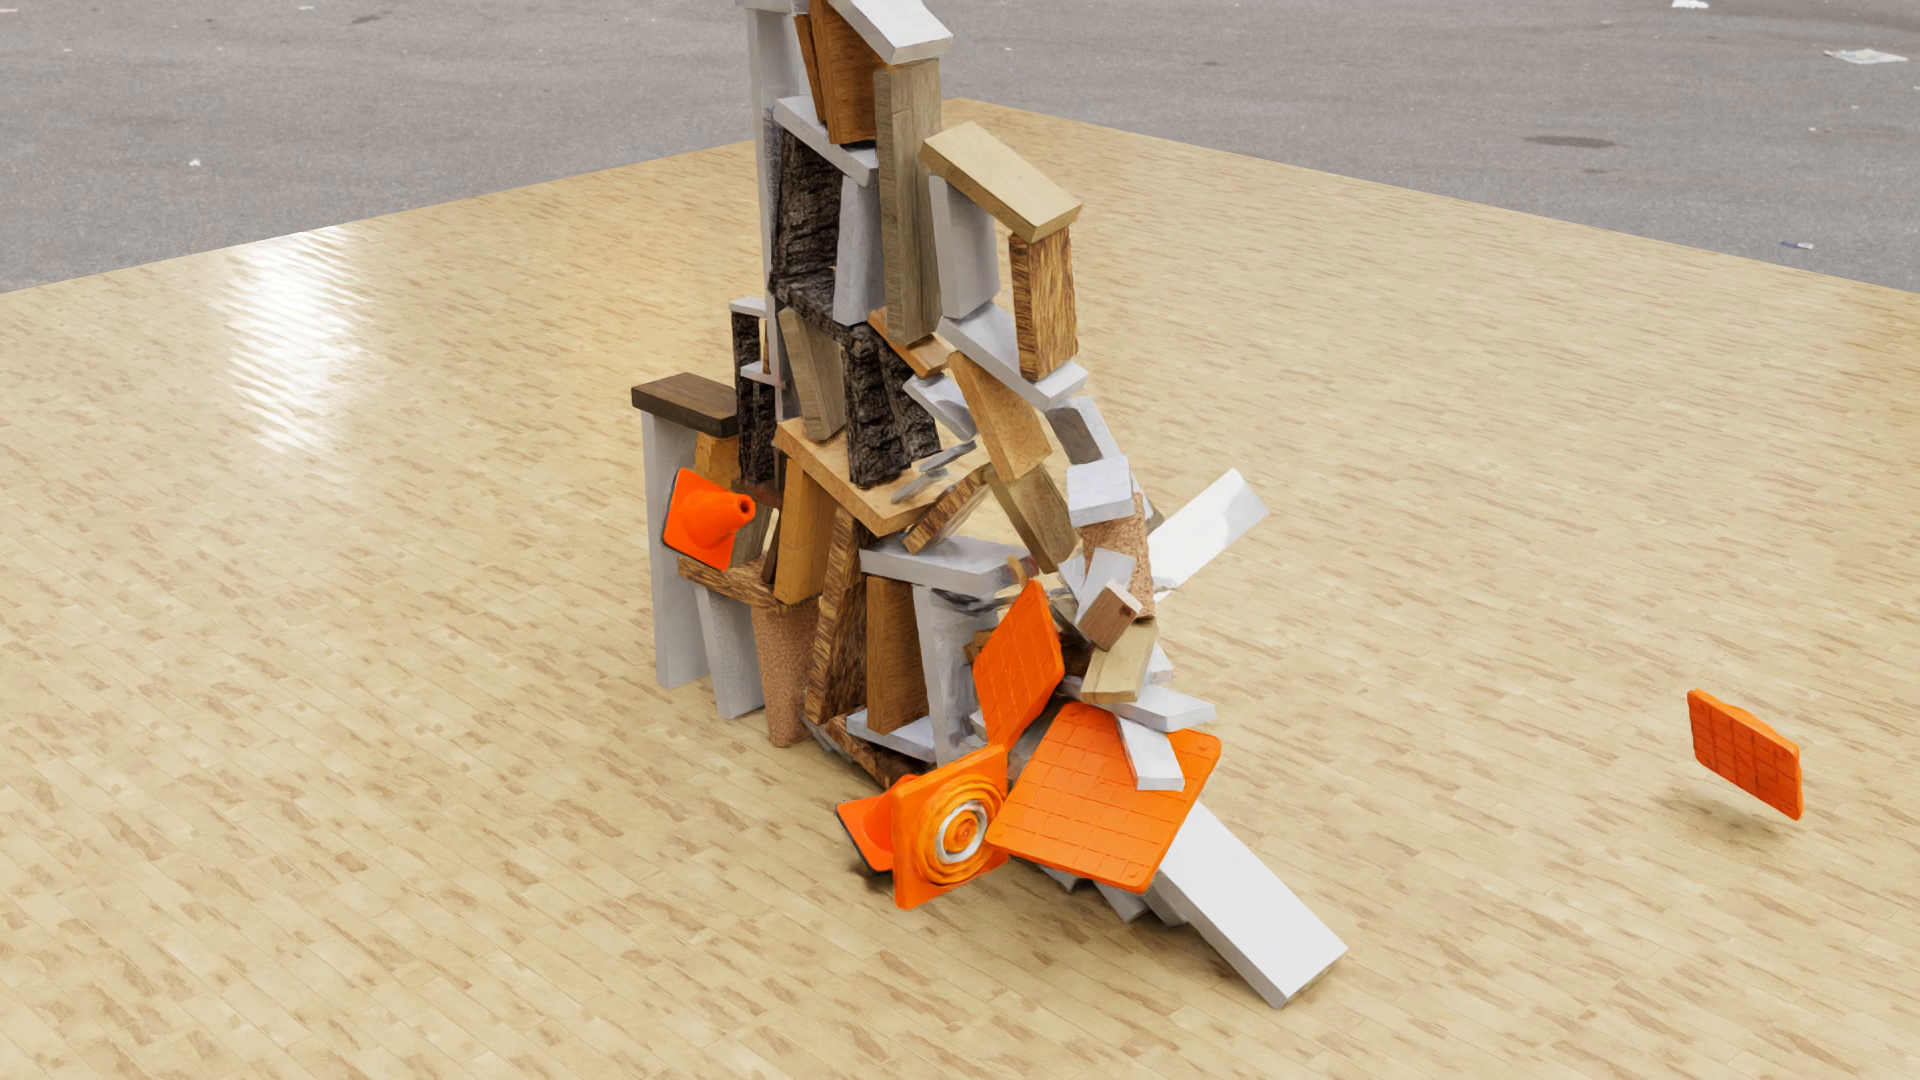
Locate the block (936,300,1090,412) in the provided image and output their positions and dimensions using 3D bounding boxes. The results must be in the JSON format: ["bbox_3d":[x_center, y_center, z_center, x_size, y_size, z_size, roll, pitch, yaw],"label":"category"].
[{"bbox_3d":[0.096,-0.344,4.034,0.260,0.037,0.130,38,42,17],"label":"block"}]

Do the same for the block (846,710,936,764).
[{"bbox_3d":[-0.104,0.391,4.510,0.245,0.035,0.122,15,25,41],"label":"block"}]

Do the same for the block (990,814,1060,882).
[{"bbox_3d":[0.159,0.586,4.289,0.095,0.027,0.191,-22,45,-41],"label":"block"}]

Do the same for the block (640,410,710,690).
[{"bbox_3d":[-0.618,0.008,4.899,0.043,0.659,0.153,21,31,41],"label":"block"}]

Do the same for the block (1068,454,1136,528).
[{"bbox_3d":[0.249,-0.088,3.896,0.111,0.031,0.222,-12,21,7],"label":"block"}]

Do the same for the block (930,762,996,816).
[{"bbox_3d":[0.038,0.479,4.401,0.095,0.027,0.191,-17,37,-39],"label":"block"}]

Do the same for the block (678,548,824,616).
[{"bbox_3d":[-0.445,0.075,4.729,0.310,0.044,0.155,19,30,39],"label":"block"}]

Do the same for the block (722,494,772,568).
[{"bbox_3d":[-0.449,-0.029,4.686,0.026,0.184,0.092,39,41,27],"label":"block"}]

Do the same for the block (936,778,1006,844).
[{"bbox_3d":[0.050,0.526,4.397,0.095,0.027,0.191,-18,44,-40],"label":"block"}]

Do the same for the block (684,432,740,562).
[{"bbox_3d":[-0.504,-0.109,4.715,0.043,0.306,0.153,34,39,32],"label":"block"}]

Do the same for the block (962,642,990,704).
[{"bbox_3d":[0.060,0.258,4.325,0.065,0.130,0.018,-17,-11,-39],"label":"block"}]

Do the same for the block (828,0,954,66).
[{"bbox_3d":[-0.150,-0.962,3.942,0.138,0.039,0.276,-22,61,-38],"label":"block"}]

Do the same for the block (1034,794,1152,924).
[{"bbox_3d":[0.281,0.578,4.158,0.140,0.040,0.281,-22,65,-41],"label":"block"}]

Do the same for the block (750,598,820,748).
[{"bbox_3d":[-0.357,0.271,4.722,0.044,0.310,0.155,9,23,41],"label":"block"}]

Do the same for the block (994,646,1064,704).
[{"bbox_3d":[0.145,0.248,4.154,0.096,0.027,0.193,-15,25,-18],"label":"block"}]

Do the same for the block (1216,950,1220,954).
[{"bbox_3d":[0.491,0.700,3.985,0.049,0.098,0.014,-7,23,-17],"label":"block"}]

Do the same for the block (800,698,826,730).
[{"bbox_3d":[-0.288,0.367,4.702,0.054,0.015,0.107,-20,61,-42],"label":"block"}]

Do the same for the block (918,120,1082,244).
[{"bbox_3d":[0.070,-0.633,3.872,0.269,0.038,0.135,40,45,18],"label":"block"}]

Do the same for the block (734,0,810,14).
[{"bbox_3d":[-0.330,-1.016,4.130,0.099,0.028,0.197,-17,25,-34],"label":"block"}]

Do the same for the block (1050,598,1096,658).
[{"bbox_3d":[0.251,0.162,4.043,0.099,0.028,0.198,-9,28,-21],"label":"block"}]

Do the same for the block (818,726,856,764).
[{"bbox_3d":[-0.246,0.428,4.682,0.054,0.015,0.107,-19,50,-42],"label":"block"}]

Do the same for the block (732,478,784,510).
[{"bbox_3d":[-0.380,-0.101,4.590,0.184,0.026,0.092,20,30,38],"label":"block"}]

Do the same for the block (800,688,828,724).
[{"bbox_3d":[-0.265,0.360,4.672,0.071,0.020,0.141,-21,53,-43],"label":"block"}]

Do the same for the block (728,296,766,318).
[{"bbox_3d":[-0.406,-0.471,4.459,0.116,0.016,0.058,16,28,34],"label":"block"}]

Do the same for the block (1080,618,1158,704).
[{"bbox_3d":[0.280,0.209,3.840,0.096,0.027,0.193,-3,38,22],"label":"block"}]

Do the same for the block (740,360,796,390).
[{"bbox_3d":[-0.380,-0.338,4.492,0.129,0.018,0.064,18,29,35],"label":"block"}]

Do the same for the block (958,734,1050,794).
[{"bbox_3d":[0.145,0.419,4.244,0.140,0.040,0.281,-19,23,-38],"label":"block"}]

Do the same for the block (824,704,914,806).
[{"bbox_3d":[-0.153,0.441,4.570,0.122,0.035,0.245,-22,51,-42],"label":"block"}]

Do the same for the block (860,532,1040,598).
[{"bbox_3d":[-0.022,0.042,4.321,0.333,0.047,0.167,11,23,44],"label":"block"}]

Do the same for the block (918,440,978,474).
[{"bbox_3d":[-0.024,-0.159,4.194,0.056,0.016,0.113,-19,-6,-44],"label":"block"}]

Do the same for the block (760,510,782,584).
[{"bbox_3d":[-0.356,0.004,4.609,0.026,0.184,0.092,41,41,25],"label":"block"}]

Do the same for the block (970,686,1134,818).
[{"bbox_3d":[0.186,0.368,4.050,0.174,0.049,0.348,-33,36,-18],"label":"block"}]

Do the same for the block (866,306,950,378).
[{"bbox_3d":[-0.094,-0.380,4.168,0.164,0.023,0.082,47,43,16],"label":"block"}]

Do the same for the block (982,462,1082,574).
[{"bbox_3d":[0.141,-0.068,4.193,0.034,0.242,0.121,-11,31,42],"label":"block"}]

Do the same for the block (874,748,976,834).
[{"bbox_3d":[-0.044,0.493,4.471,0.245,0.035,0.122,36,39,30],"label":"block"}]

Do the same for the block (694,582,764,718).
[{"bbox_3d":[-0.484,0.221,4.842,0.155,0.310,0.044,-21,19,-41],"label":"block"}]

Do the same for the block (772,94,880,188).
[{"bbox_3d":[-0.208,-0.755,4.134,0.143,0.040,0.285,-18,46,-40],"label":"block"}]

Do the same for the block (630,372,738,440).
[{"bbox_3d":[-0.547,-0.289,4.693,0.153,0.043,0.306,-21,30,-40],"label":"block"}]

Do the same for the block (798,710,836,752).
[{"bbox_3d":[-0.294,0.402,4.717,0.054,0.015,0.107,-24,68,-44],"label":"block"}]

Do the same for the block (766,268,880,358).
[{"bbox_3d":[-0.236,-0.451,4.275,0.268,0.038,0.134,38,39,28],"label":"block"}]

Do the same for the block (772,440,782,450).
[{"bbox_3d":[-0.339,-0.194,4.523,0.093,0.013,0.046,20,30,38],"label":"block"}]

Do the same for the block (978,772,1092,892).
[{"bbox_3d":[0.177,0.547,4.265,0.140,0.040,0.281,-19,52,-39],"label":"block"}]

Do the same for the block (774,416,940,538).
[{"bbox_3d":[-0.205,-0.141,4.392,0.163,0.046,0.326,-21,53,-42],"label":"block"}]

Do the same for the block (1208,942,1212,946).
[{"bbox_3d":[0.482,0.715,4.058,0.049,0.014,0.098,1,23,3],"label":"block"}]

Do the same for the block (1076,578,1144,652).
[{"bbox_3d":[0.258,0.131,3.794,0.072,0.145,0.021,42,55,7],"label":"block"}]
